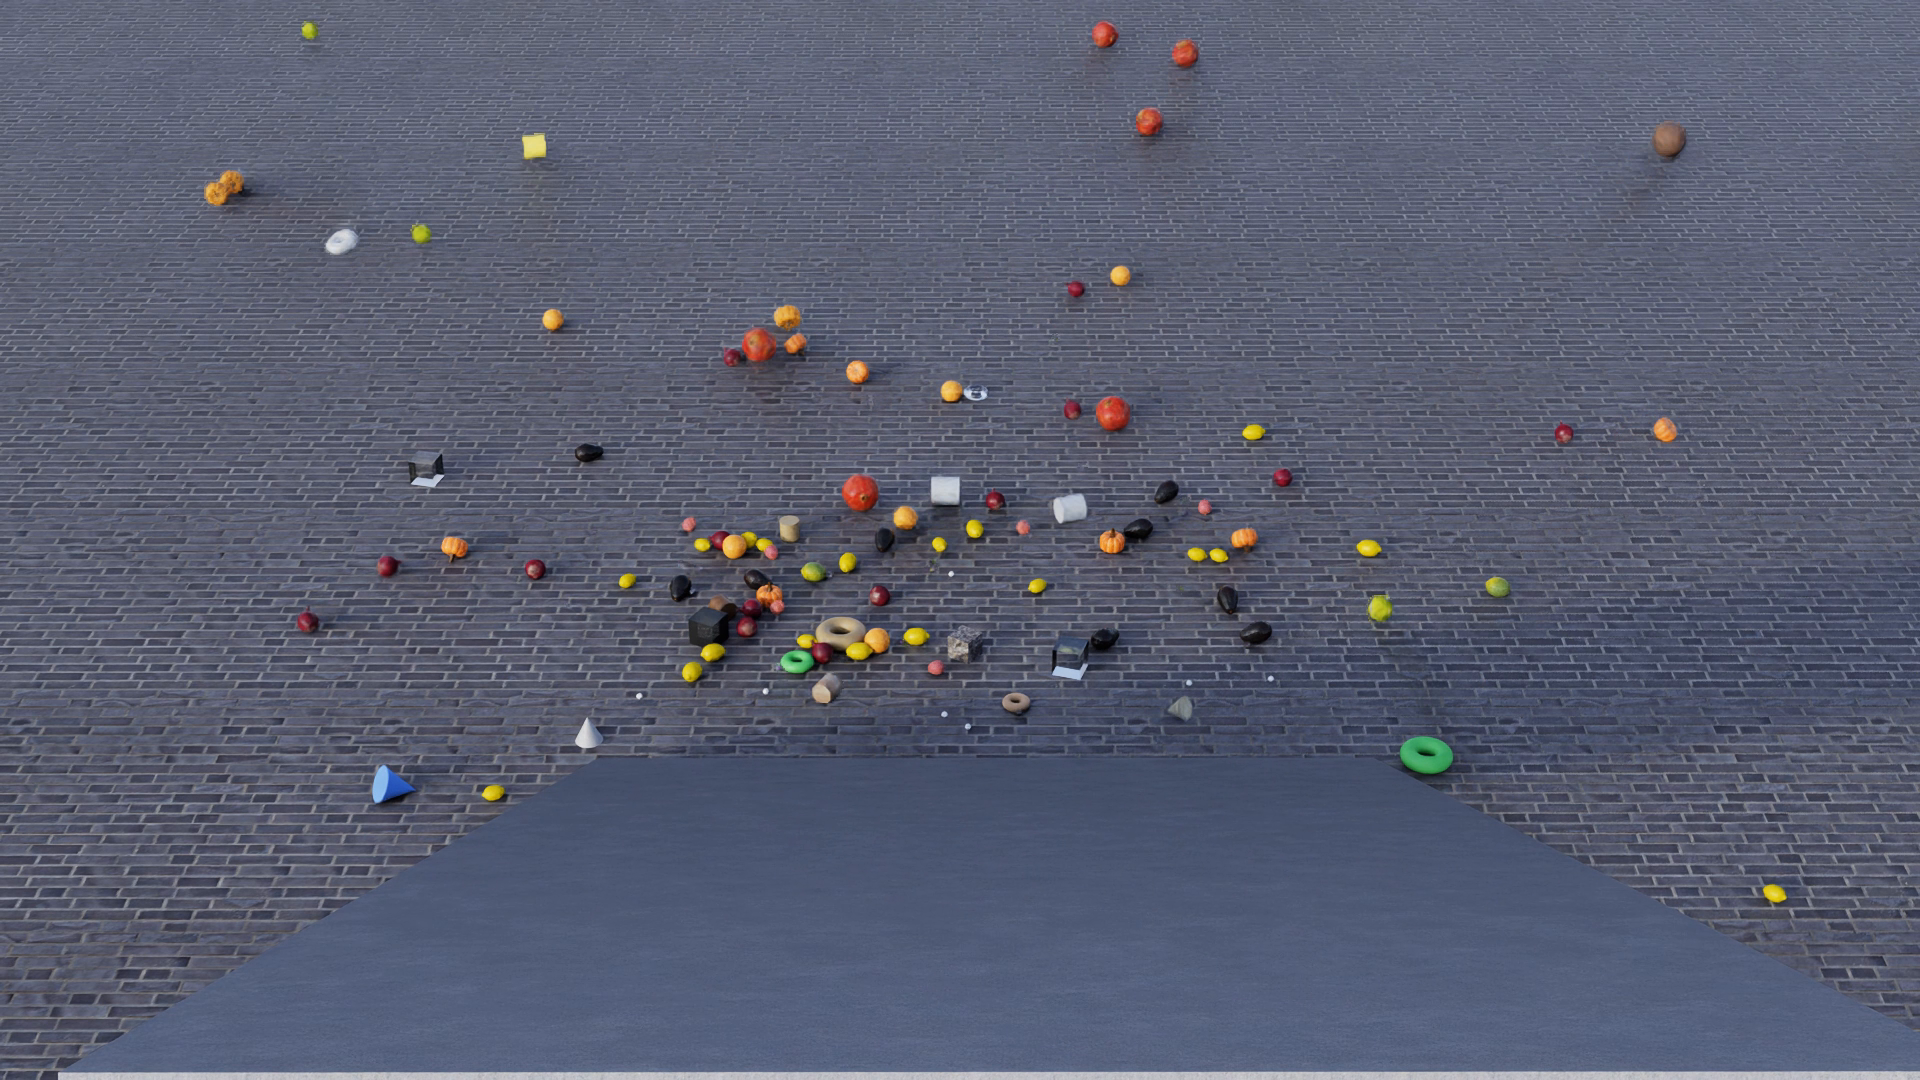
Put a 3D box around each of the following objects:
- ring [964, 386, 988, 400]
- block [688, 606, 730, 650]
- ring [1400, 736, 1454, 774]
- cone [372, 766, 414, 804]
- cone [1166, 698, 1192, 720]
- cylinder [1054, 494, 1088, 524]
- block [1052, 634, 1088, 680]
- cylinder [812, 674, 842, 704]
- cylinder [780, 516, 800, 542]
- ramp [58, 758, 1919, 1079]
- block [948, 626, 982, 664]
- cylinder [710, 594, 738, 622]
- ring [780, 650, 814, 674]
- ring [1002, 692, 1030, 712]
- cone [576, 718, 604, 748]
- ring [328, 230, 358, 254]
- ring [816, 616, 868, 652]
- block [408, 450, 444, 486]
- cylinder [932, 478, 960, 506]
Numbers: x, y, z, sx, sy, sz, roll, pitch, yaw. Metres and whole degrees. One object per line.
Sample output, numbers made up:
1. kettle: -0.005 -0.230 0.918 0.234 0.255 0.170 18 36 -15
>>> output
1. ring: 0.054 -0.490 8.600 0.083 0.028 0.083 1 30 -1
2. block: -0.708 0.249 7.293 0.080 0.080 0.080 16 34 25
3. ring: 1.224 0.565 6.791 0.140 0.047 0.140 1 29 0
4. cone: -1.447 0.637 6.669 0.098 0.098 0.098 14 21 -32
5. cone: 0.582 0.459 6.987 0.064 0.064 0.064 -11 19 40
6. cylinder: 0.336 -0.097 7.882 0.078 0.078 0.078 -11 32 -18
7. block: 0.305 0.325 7.163 0.082 0.082 0.082 9 32 16
8. cylinder: -0.363 0.404 7.049 0.060 0.060 0.060 14 33 22
9. cylinder: -0.513 -0.033 7.791 0.060 0.060 0.060 0 30 0
10. ramp: 0.068 0.605 4.671 2.000 0.100 4.000 0 0 0
11. block: 0.014 0.292 7.230 0.069 0.069 0.069 20 36 30
12. cylinder: -0.678 0.194 7.407 0.060 0.060 0.060 -20 36 -30
13. ring: -0.451 0.339 7.189 0.094 0.031 0.094 0 29 0
14. ring: 0.153 0.441 7.021 0.077 0.026 0.077 0 29 0
15. cone: -0.987 0.500 6.872 0.074 0.074 0.074 0 30 0
16. ring: -2.294 -1.107 9.613 0.120 0.040 0.120 -10 43 10
17. ring: -0.335 0.266 7.296 0.148 0.049 0.148 0 29 0
18. block: -1.669 -0.223 8.096 0.079 0.079 0.079 7 31 12
19. cylinder: -0.044 -0.149 7.964 0.085 0.085 0.085 1 30 1
